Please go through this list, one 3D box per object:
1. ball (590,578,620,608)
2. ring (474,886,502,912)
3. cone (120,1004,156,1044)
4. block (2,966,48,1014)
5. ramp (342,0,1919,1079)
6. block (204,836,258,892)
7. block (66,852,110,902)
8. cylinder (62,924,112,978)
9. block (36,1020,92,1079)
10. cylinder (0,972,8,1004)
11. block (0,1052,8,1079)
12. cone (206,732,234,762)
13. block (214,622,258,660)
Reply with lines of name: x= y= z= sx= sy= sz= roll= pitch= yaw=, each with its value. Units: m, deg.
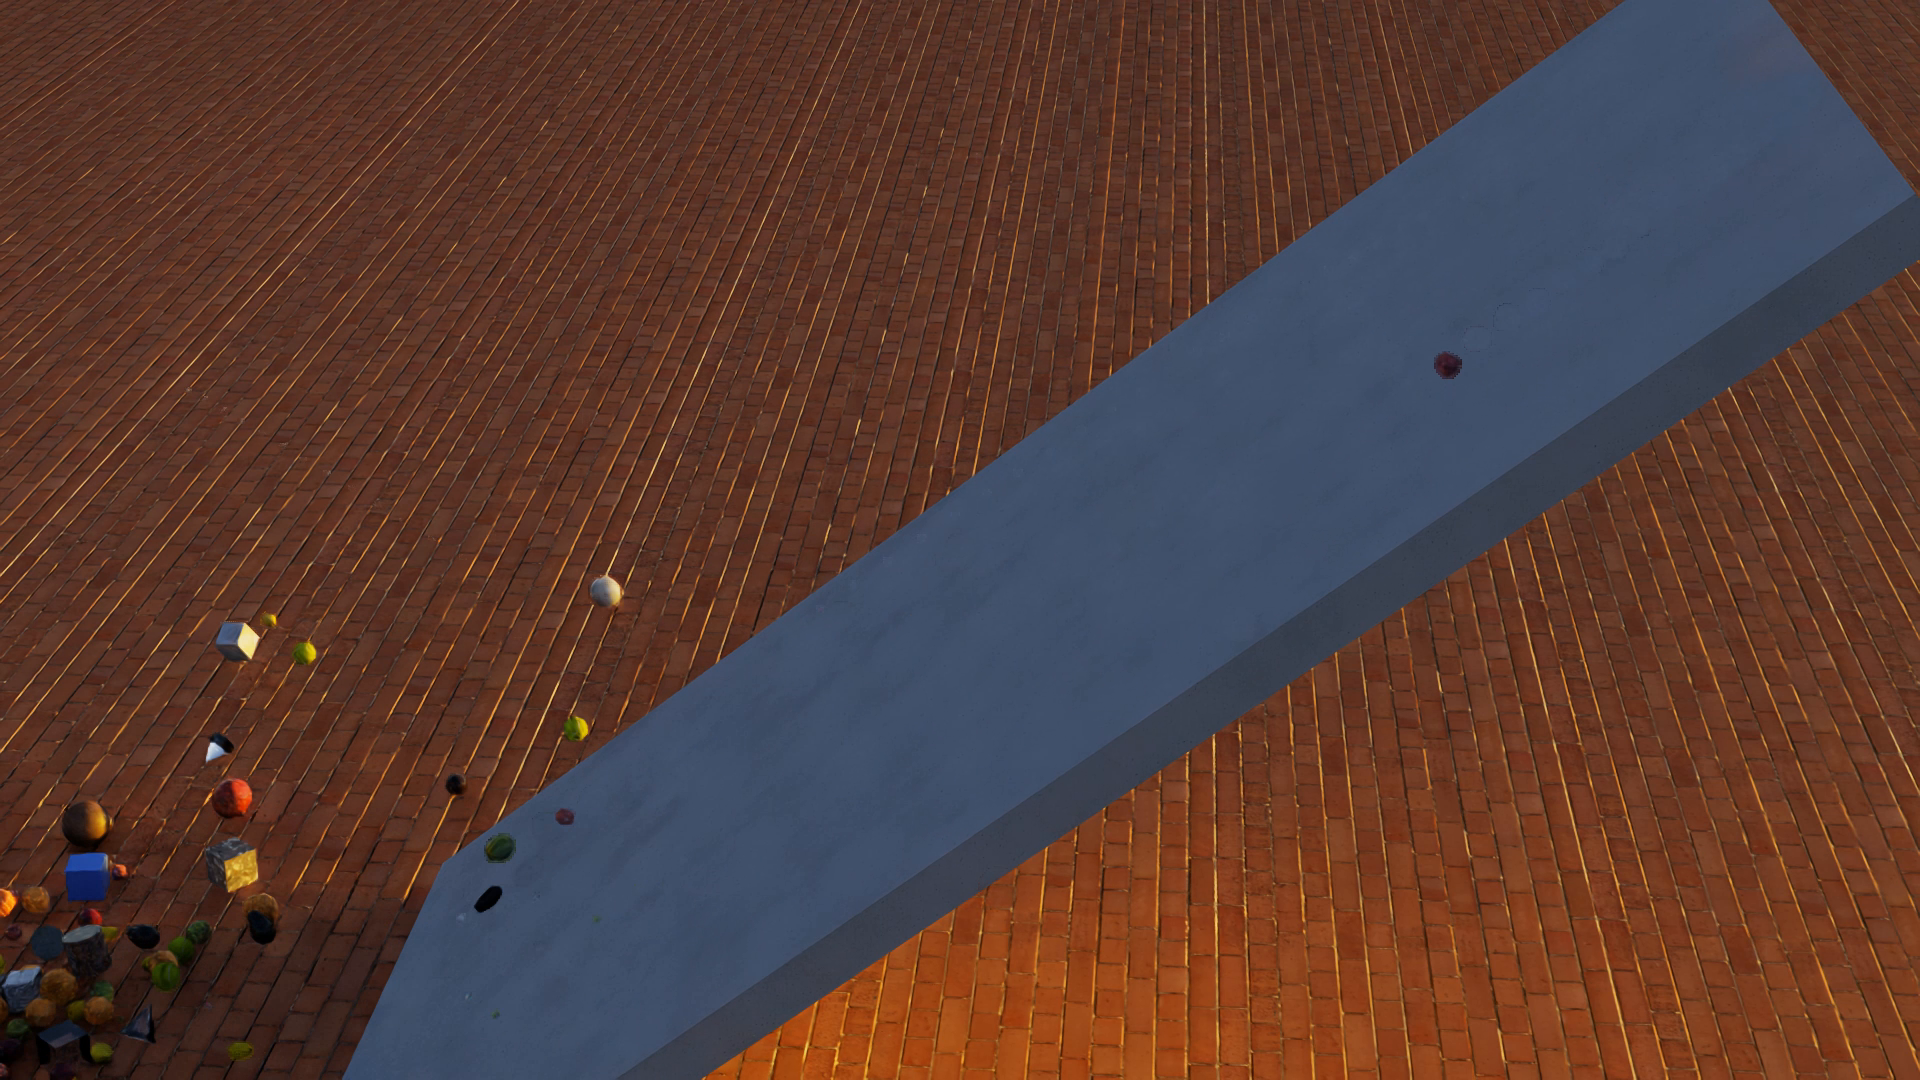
ball: x=-1.146 y=0.168 z=9.505 sx=0.098 sy=0.098 sz=0.098 roll=0 pitch=24 yaw=0
ring: x=-1.159 y=0.883 z=7.225 sx=0.080 sy=0.027 sz=0.080 roll=-38 pitch=14 yaw=12
cone: x=-1.991 y=1.173 z=7.179 sx=0.089 sy=0.089 sz=0.089 roll=15 pitch=-18 yaw=5
block: x=-2.328 y=1.121 z=7.330 sx=0.077 sy=0.077 sz=0.077 roll=-9 pitch=20 yaw=1
ramp: x=0.121 y=0.185 z=6.340 sx=4.000 sy=0.100 sz=2.000 roll=-36 pitch=16 yaw=18
block: x=-1.957 y=0.872 z=7.904 sx=0.096 sy=0.096 sz=0.096 roll=21 pitch=32 yaw=40
block: x=-2.326 y=0.899 z=7.846 sx=0.092 sy=0.092 sz=0.092 roll=-2 pitch=24 yaw=-5
cylinder: x=-2.184 y=1.029 z=7.359 sx=0.100 sy=0.100 sz=0.100 roll=-11 pitch=17 yaw=3
block: x=-2.161 y=1.230 z=7.096 sx=0.090 sy=0.090 sz=0.090 roll=21 pitch=31 yaw=39
cylinder: x=-2.410 y=1.126 z=7.352 sx=0.074 sy=0.074 sz=0.074 roll=-16 pitch=27 yaw=-9
block: x=-2.333 y=1.262 z=7.038 sx=0.076 sy=0.076 sz=0.076 roll=-18 pitch=30 yaw=-36
cone: x=-2.170 y=0.617 z=8.559 sx=0.082 sy=0.082 sz=0.082 roll=16 pitch=55 yaw=31
block: x=-2.222 y=0.312 z=9.036 sx=0.083 sy=0.083 sz=0.083 roll=-4 pitch=53 yaw=22
